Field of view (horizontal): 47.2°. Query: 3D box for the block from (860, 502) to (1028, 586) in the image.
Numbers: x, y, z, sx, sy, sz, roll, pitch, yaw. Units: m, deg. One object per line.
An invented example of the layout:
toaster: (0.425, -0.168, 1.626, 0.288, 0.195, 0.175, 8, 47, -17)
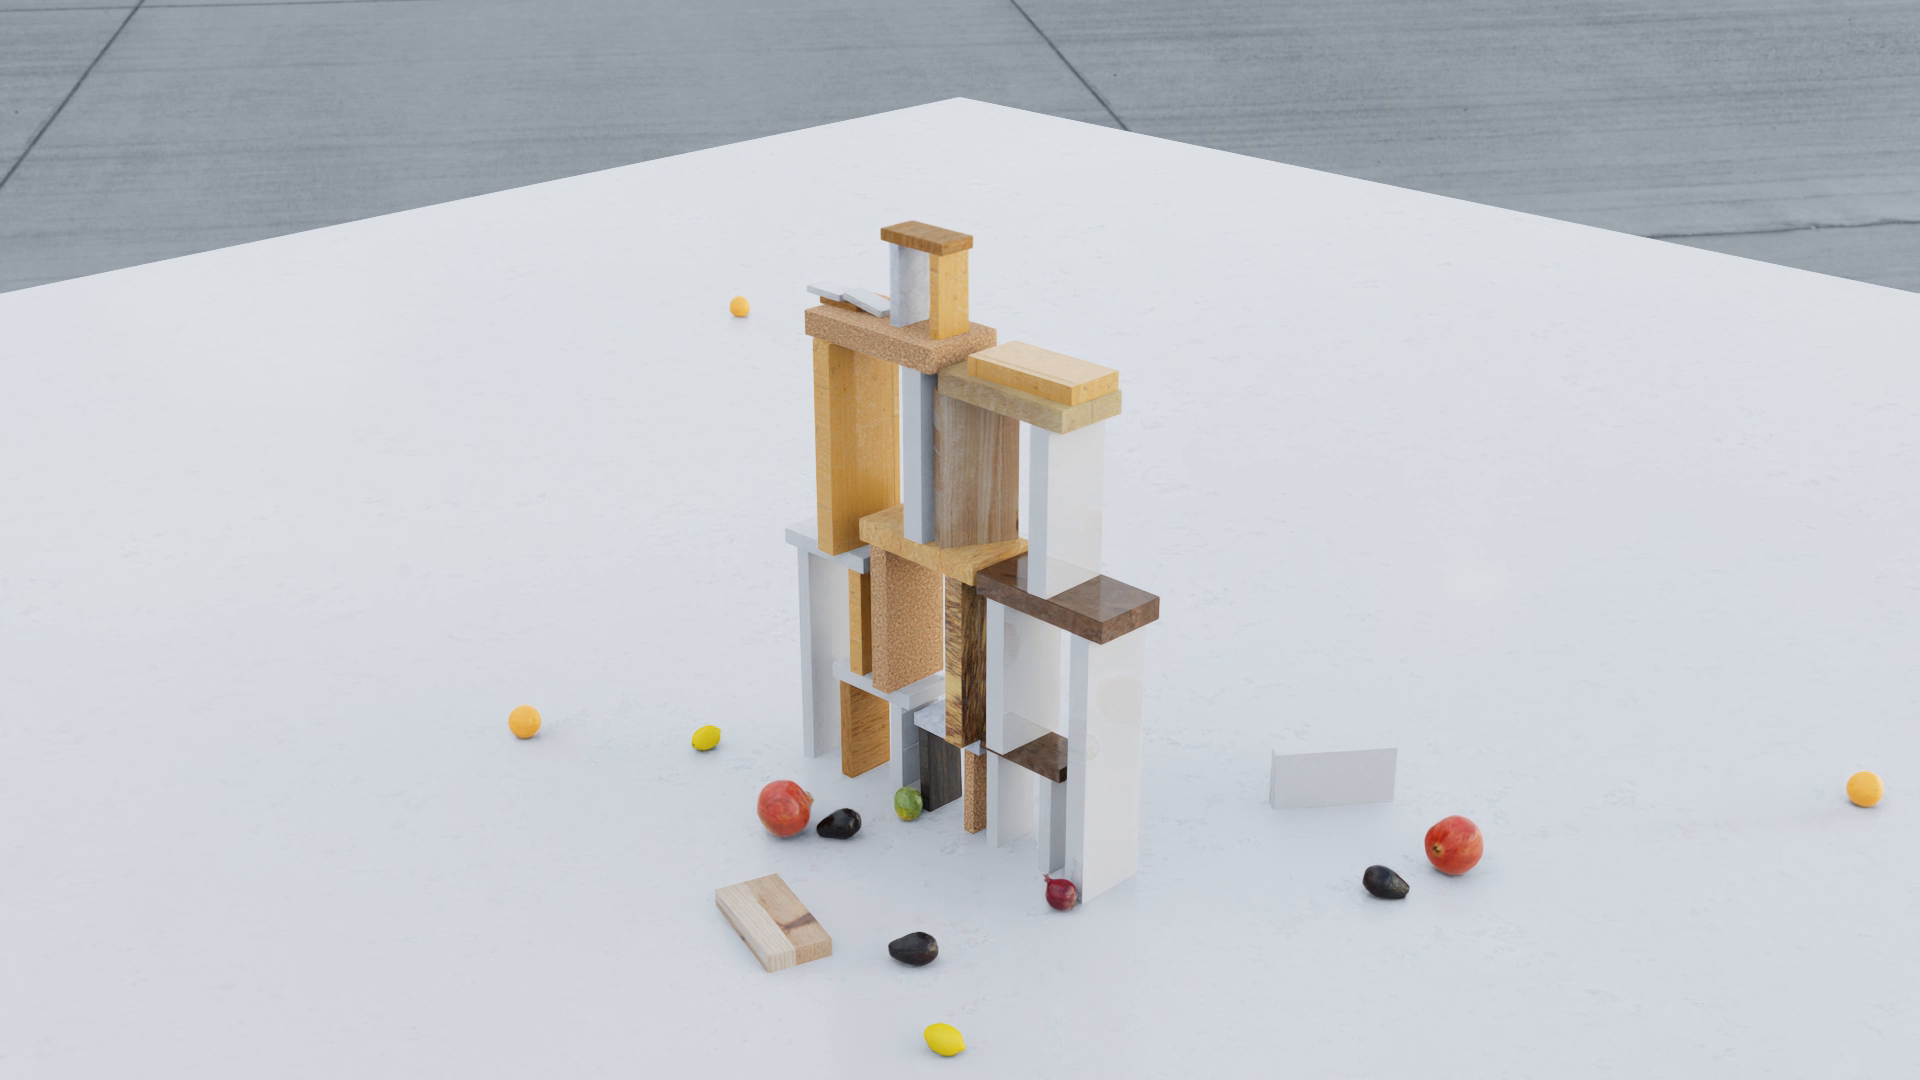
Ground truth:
block: (-0.031, 0.001, 4.256, 0.157, 0.044, 0.314, -21, 31, -40)

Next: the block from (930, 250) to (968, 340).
block: (-0.020, -0.456, 4.053, 0.023, 0.162, 0.081, 19, 29, 39)

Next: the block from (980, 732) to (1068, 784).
block: (0.150, 0.403, 4.241, 0.208, 0.029, 0.104, 21, 31, 40)

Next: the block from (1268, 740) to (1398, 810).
block: (0.759, 0.477, 4.475, 0.252, 0.126, 0.036, -3, 23, -7)

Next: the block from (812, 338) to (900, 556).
block: (-0.202, -0.200, 4.345, 0.174, 0.440, 0.049, -19, 29, -37)

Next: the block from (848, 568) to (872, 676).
block: (-0.173, 0.148, 4.472, 0.033, 0.233, 0.117, 19, 29, 37)

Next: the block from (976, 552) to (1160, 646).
block: (0.197, 0.101, 4.053, 0.157, 0.044, 0.314, -21, 31, -40)

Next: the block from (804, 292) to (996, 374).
block: (-0.115, -0.396, 4.182, 0.347, 0.049, 0.174, 21, 31, 41)

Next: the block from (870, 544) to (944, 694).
block: (-0.105, 0.136, 4.397, 0.044, 0.314, 0.157, 21, 31, 40)

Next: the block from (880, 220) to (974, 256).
block: (-0.061, -0.557, 4.052, 0.162, 0.023, 0.081, 21, 31, 41)

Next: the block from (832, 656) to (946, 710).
block: (-0.144, 0.281, 4.496, 0.220, 0.031, 0.110, 20, 30, 39)

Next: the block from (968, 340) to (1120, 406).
block: (0.148, -0.301, 3.955, 0.252, 0.036, 0.126, 21, 31, 40)

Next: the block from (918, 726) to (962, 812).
block: (-0.040, 0.450, 4.463, 0.092, 0.184, 0.026, -21, 29, -40)

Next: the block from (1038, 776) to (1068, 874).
block: (0.198, 0.532, 4.242, 0.029, 0.208, 0.104, 21, 31, 40)

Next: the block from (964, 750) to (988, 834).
block: (0.050, 0.486, 4.381, 0.092, 0.184, 0.026, -21, 31, -41)

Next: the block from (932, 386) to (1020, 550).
block: (0.031, -0.143, 4.139, 0.156, 0.311, 0.044, -7, 24, -16)

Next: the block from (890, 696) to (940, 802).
block: (-0.091, 0.416, 4.499, 0.031, 0.220, 0.110, 20, 30, 39)

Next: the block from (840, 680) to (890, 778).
block: (-0.197, 0.377, 4.591, 0.031, 0.220, 0.110, 21, 31, 40)

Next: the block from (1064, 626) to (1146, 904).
block: (0.270, 0.405, 4.100, 0.044, 0.551, 0.157, 21, 31, 41)

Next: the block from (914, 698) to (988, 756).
block: (0.005, 0.371, 4.381, 0.092, 0.026, 0.184, -21, 31, -40)

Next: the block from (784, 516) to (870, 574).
block: (-0.234, 0.005, 4.468, 0.233, 0.033, 0.117, 21, 31, 40)

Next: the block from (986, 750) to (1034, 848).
block: (0.100, 0.493, 4.332, 0.029, 0.208, 0.104, 21, 31, 41)

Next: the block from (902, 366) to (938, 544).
block: (-0.028, -0.182, 4.184, 0.174, 0.347, 0.049, -21, 31, -40)

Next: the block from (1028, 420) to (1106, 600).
block: (0.193, -0.069, 3.983, 0.044, 0.325, 0.156, 20, 30, 39)

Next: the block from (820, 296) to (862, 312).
block: (-0.220, -0.462, 4.257, 0.097, 0.014, 0.049, 19, 29, 37)

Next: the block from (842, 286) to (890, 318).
block: (-0.172, -0.456, 4.214, 0.097, 0.014, 0.049, 30, 36, 28)

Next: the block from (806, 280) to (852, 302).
block: (-0.248, -0.484, 4.273, 0.049, 0.014, 0.097, -21, 31, -40)

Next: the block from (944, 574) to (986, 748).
block: (0.043, 0.214, 4.265, 0.157, 0.355, 0.044, -21, 31, -40)

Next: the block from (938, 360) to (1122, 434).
block: (0.124, -0.269, 3.980, 0.156, 0.044, 0.311, -21, 31, -40)

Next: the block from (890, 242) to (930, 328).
block: (-0.095, -0.487, 4.126, 0.023, 0.162, 0.081, 20, 30, 39)

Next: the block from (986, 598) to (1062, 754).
block: (0.122, 0.237, 4.192, 0.157, 0.314, 0.044, -21, 31, -40)

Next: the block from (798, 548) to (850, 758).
block: (-0.280, 0.220, 4.623, 0.033, 0.484, 0.117, 21, 31, 41)

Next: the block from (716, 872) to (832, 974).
block: (-0.345, 0.704, 4.056, 0.126, 0.036, 0.252, -11, 26, -25)
